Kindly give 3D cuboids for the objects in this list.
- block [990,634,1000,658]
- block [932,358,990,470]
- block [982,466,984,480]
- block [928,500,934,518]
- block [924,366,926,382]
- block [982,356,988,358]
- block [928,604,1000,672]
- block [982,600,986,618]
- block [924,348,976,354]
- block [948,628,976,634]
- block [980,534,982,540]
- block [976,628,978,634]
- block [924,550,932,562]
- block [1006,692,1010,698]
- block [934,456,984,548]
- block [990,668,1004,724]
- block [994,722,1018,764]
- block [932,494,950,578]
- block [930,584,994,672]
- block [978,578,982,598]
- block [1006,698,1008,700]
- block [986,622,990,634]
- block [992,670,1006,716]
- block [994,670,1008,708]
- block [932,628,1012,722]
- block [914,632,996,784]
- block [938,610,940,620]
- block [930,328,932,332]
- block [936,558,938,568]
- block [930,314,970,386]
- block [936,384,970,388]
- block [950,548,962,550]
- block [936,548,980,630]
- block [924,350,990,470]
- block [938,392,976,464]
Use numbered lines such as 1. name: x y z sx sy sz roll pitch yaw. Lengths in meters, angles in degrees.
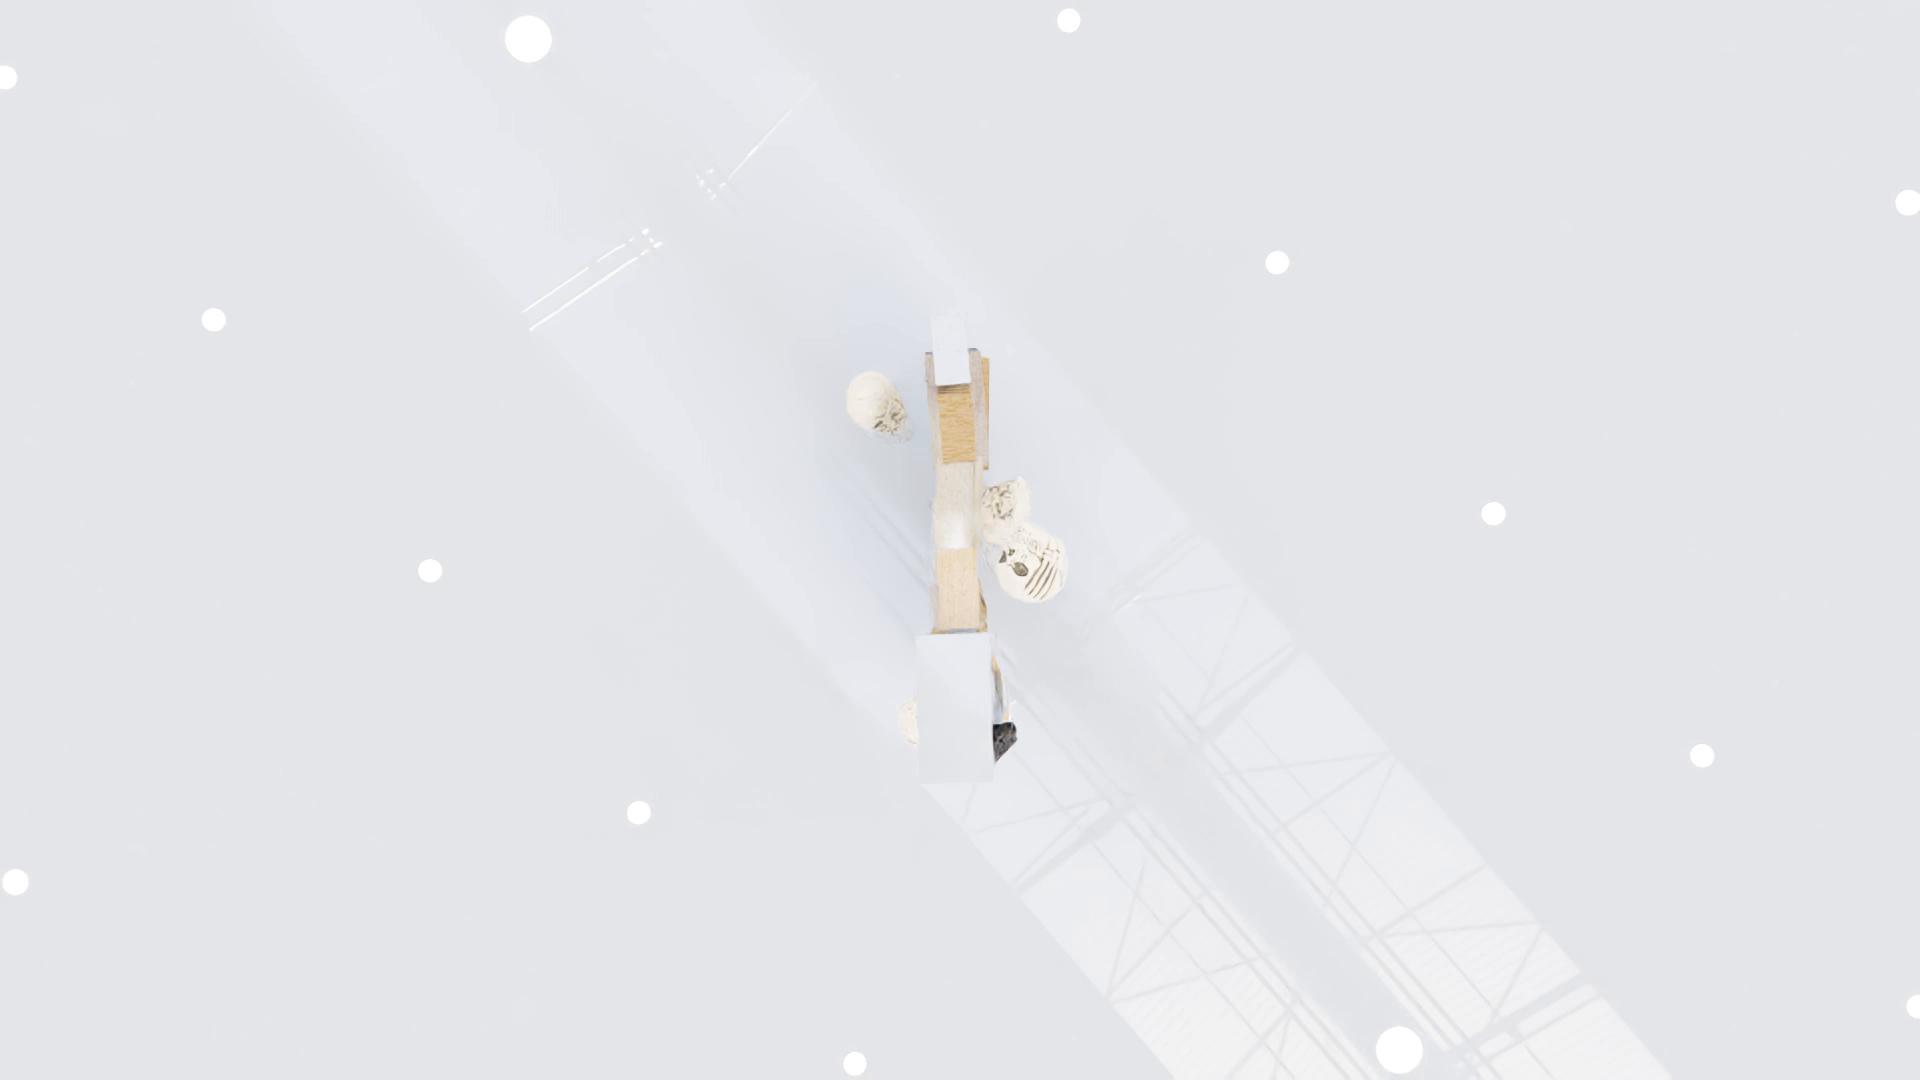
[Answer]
1. block: -0.001 0.272 4.023 0.170 0.340 0.048 -10 88 5
2. block: 0.003 -0.391 5.125 0.174 0.049 0.348 1 90 0
3. block: 0.000 -0.168 4.241 0.114 0.229 0.032 0 90 0
4. block: -0.028 -0.105 4.830 0.118 0.388 0.034 -16 89 -1
5. block: -0.029 -0.485 4.756 0.145 0.291 0.041 -5 94 -2
6. block: 0.003 -0.546 5.325 0.174 0.348 0.049 0 104 0
7. block: 0.019 0.336 5.146 0.161 0.046 0.322 -15 87 -1
8. block: 0.001 0.222 5.339 0.161 0.322 0.046 0 90 0
9. block: -0.014 -0.380 4.582 0.145 0.041 0.291 -5 88 0
10. block: 0.002 0.204 4.308 0.070 0.020 0.140 -9 89 1
11. block: -0.004 -0.017 4.240 0.114 0.229 0.032 2 90 -1
12. block: 0.010 0.248 4.387 0.070 0.139 0.020 -10 92 2
13. block: -0.042 0.049 4.755 0.118 0.237 0.034 0 90 0
14. block: 0.086 0.439 4.672 0.082 0.164 0.023 33 70 2
15. block: -0.003 -0.094 4.109 0.114 0.032 0.229 2 90 0
16. block: 0.034 0.380 4.211 0.111 0.031 0.222 -13 89 3
17. block: 0.028 0.503 4.017 0.170 0.340 0.048 -9 91 11
18. block: -0.016 -0.009 4.619 0.118 0.034 0.237 2 90 -1
19. block: 0.006 0.240 4.476 0.131 0.037 0.263 -11 89 1
20. block: -0.006 0.149 4.681 0.131 0.368 0.037 -10 91 1
21. block: 0.065 0.498 4.954 0.157 0.314 0.044 -16 88 1
22. block: 0.011 0.293 4.966 0.157 0.314 0.044 -15 88 1
23. block: 0.064 0.419 4.393 0.111 0.335 0.031 -15 99 3
24. block: 0.068 0.400 4.576 0.082 0.023 0.164 -19 90 -2
25. block: 0.033 0.390 4.780 0.157 0.044 0.314 -15 87 1
26. block: -0.012 0.389 3.820 0.170 0.048 0.340 -2 86 5
27. block: -0.005 0.189 4.198 0.099 0.197 0.028 -7 90 -1
28. block: -0.029 -0.520 4.313 0.085 0.502 0.024 -5 89 0
29. block: -0.010 0.056 4.230 0.099 0.239 0.028 1 91 0
30. block: -0.024 -0.465 4.048 0.085 0.024 0.169 -5 88 0
31. block: -0.018 -0.403 4.142 0.085 0.169 0.024 -5 90 0
32. block: -0.006 -0.084 4.370 0.108 0.031 0.217 2 90 -1
33. block: -0.004 0.122 4.089 0.099 0.028 0.197 -2 85 -1
34. block: -0.008 -0.335 4.246 0.146 0.041 0.292 -5 89 0
35. block: -0.007 -0.275 4.043 0.084 0.024 0.167 -4 89 0
